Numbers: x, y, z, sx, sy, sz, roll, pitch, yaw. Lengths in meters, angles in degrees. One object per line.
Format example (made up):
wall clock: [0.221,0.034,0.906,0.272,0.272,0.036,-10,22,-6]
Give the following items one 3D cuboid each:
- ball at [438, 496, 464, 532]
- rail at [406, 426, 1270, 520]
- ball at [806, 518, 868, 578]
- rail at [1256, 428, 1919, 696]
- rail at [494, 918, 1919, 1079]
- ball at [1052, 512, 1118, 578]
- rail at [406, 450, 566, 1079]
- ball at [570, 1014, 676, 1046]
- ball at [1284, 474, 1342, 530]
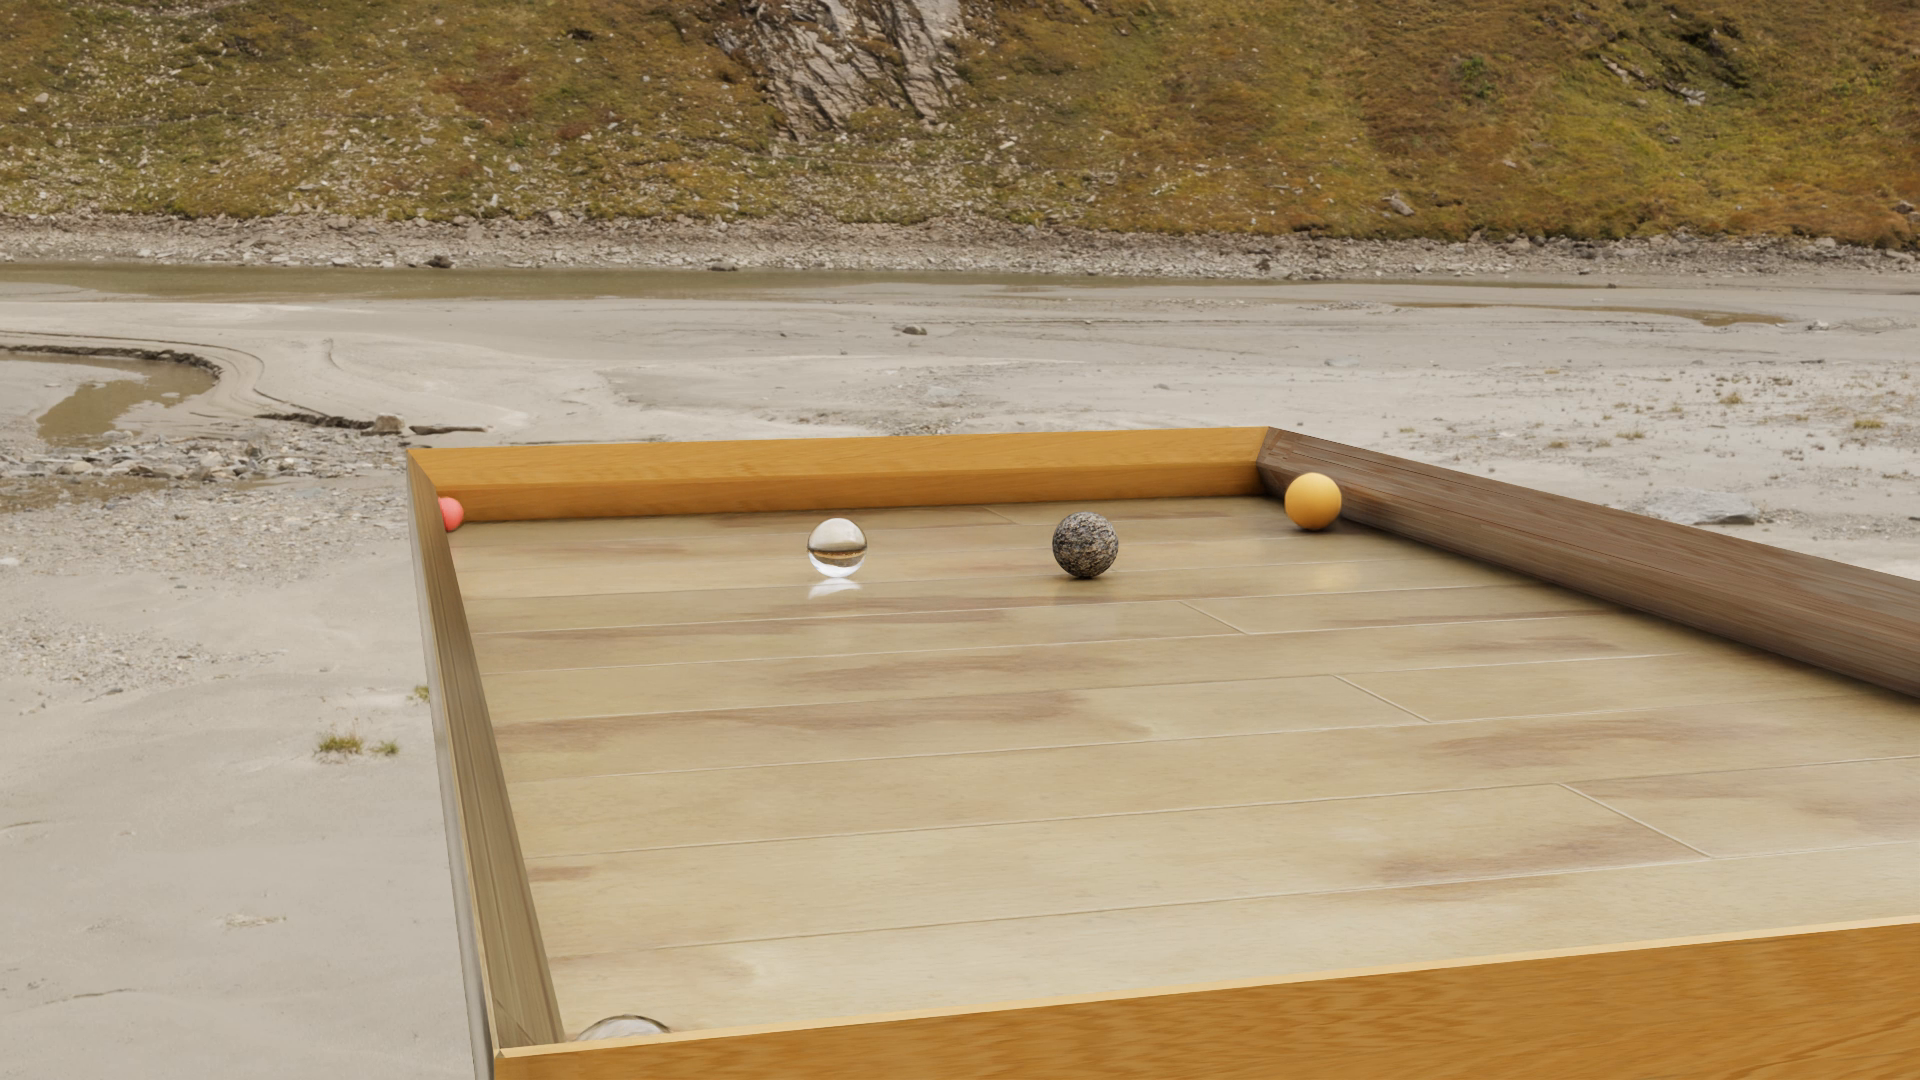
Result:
ball: [-0.851,-0.043,3.637,0.058,0.058,0.058,0,8,0]
rail: [-0.173,-0.117,3.904,1.571,0.125,0.045,-2,9,-15]
ball: [-0.177,0.011,3.176,0.088,0.088,0.088,0,8,0]
rail: [0.915,0.049,2.785,0.045,0.125,2.792,-2,9,-15]
rail: [0.531,0.274,1.280,1.571,0.125,0.045,-2,9,-15]
ball: [0.181,0.006,3.179,0.096,0.096,0.096,0,8,0]
rail: [-0.557,0.107,2.399,0.045,0.125,2.792,-2,9,-15]
ball: [-0.187,0.306,1.235,0.077,0.077,0.077,0,8,0]
ball: [0.588,-0.064,3.656,0.094,0.094,0.094,0,8,0]
